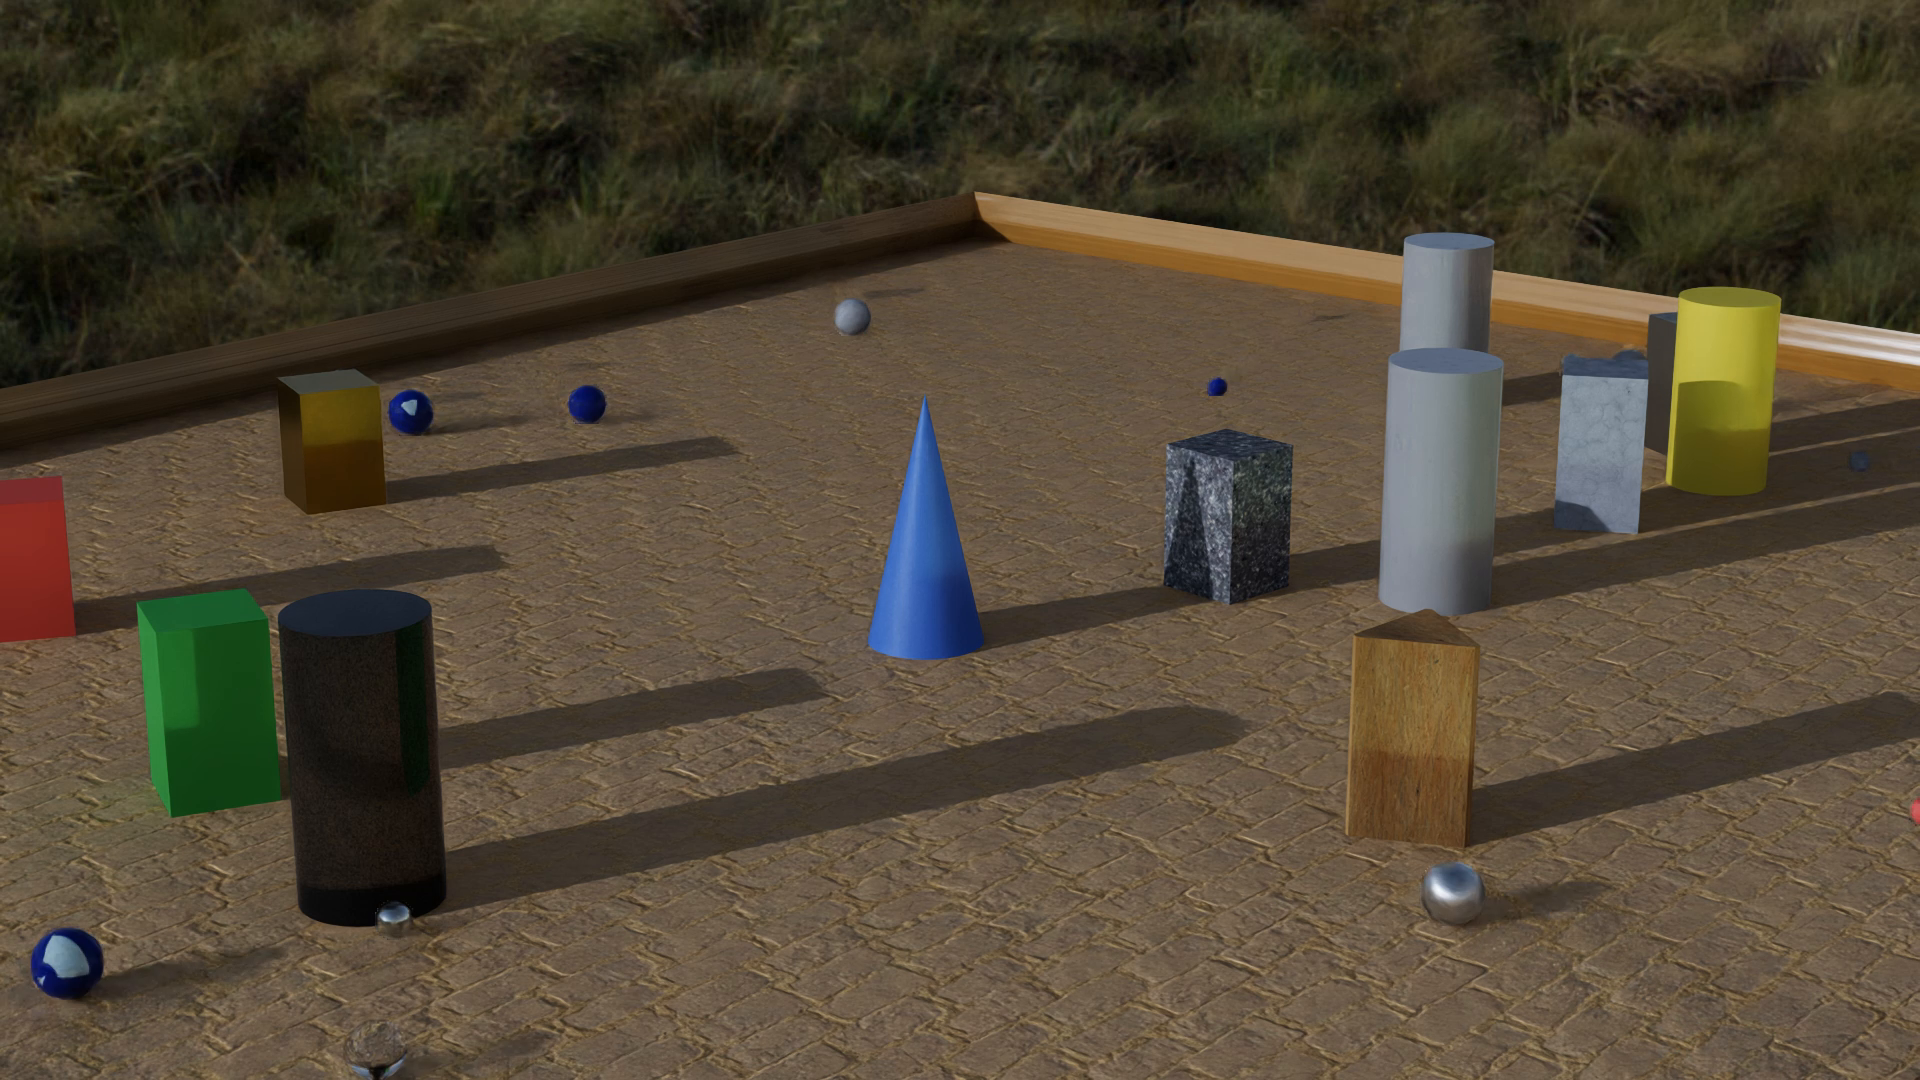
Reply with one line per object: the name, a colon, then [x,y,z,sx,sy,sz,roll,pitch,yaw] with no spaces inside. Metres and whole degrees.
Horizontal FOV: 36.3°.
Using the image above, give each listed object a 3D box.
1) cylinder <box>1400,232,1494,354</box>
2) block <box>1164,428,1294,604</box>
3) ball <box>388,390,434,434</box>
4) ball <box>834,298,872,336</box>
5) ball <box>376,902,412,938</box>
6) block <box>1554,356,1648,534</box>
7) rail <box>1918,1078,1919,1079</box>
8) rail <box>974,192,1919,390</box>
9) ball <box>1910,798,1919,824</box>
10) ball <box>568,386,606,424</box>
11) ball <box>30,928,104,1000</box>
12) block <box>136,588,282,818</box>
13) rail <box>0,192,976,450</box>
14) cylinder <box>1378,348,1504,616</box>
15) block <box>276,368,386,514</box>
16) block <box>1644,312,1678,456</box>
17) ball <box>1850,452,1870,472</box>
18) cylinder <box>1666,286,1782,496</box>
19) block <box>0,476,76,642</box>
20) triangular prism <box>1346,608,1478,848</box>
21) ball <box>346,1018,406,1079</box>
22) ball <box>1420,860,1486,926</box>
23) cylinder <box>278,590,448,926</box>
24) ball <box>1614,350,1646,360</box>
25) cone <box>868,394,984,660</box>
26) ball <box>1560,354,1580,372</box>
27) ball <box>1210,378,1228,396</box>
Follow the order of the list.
cylinder: [1.059,-0.475,6.399,0.194,0.360,0.194,0,17,0]
block: [0.470,-0.043,5.143,0.155,0.258,0.155,-15,23,-41]
ball: [-1.156,-0.269,6.175,0.095,0.095,0.095,0,17,0]
ball: [-0.259,-0.539,7.081,0.089,0.089,0.089,0,17,0]
ball: [-0.724,0.486,3.756,0.046,0.046,0.046,0,17,0]
block: [1.209,-0.180,5.532,0.155,0.296,0.155,4,17,12]
rail: [1.592,0.431,3.797,0.045,0.126,5.035,14,22,39]
rail: [1.635,-0.512,6.923,4.265,0.126,0.045,14,22,39]
ball: [1.356,0.380,4.112,0.043,0.043,0.043,0,17,0]
ball: [-0.797,-0.290,6.268,0.082,0.082,0.082,0,17,0]
ball: [-1.091,0.517,3.582,0.087,0.087,0.087,0,17,0]
block: [-1.077,0.231,4.204,0.155,0.275,0.155,-8,18,-24]
rail: [-1.592,-0.368,6.444,0.045,0.126,5.035,14,22,39]
cylinder: [0.826,-0.102,5.048,0.194,0.425,0.194,0,17,0]
block: [-1.216,-0.192,5.672,0.155,0.237,0.155,-9,19,-27]
block: [1.516,-0.318,6.021,0.155,0.277,0.155,-6,18,-20]
ball: [1.810,-0.158,5.899,0.041,0.041,0.041,0,17,0]
cylinder: [1.501,-0.294,5.771,0.194,0.376,0.194,0,17,0]
block: [-1.580,0.032,4.930,0.155,0.237,0.155,-5,18,-17]
triangular prism: [0.638,0.257,4.090,0.168,0.292,0.146,5,17,15]
ball: [-0.673,0.587,3.379,0.070,0.070,0.070,0,17,0]
ball: [0.638,0.456,3.791,0.083,0.083,0.083,0,17,0]
cylinder: [-0.777,0.282,3.825,0.194,0.396,0.194,0,17,0]
ball: [1.495,-0.380,6.551,0.091,0.091,0.091,0,17,0]
cone: [-0.057,-0.035,4.830,0.194,0.424,0.194,0,17,0]
ball: [1.391,-0.397,6.667,0.055,0.055,0.055,0,17,0]
ball: [0.573,-0.339,6.499,0.041,0.041,0.041,0,17,0]
